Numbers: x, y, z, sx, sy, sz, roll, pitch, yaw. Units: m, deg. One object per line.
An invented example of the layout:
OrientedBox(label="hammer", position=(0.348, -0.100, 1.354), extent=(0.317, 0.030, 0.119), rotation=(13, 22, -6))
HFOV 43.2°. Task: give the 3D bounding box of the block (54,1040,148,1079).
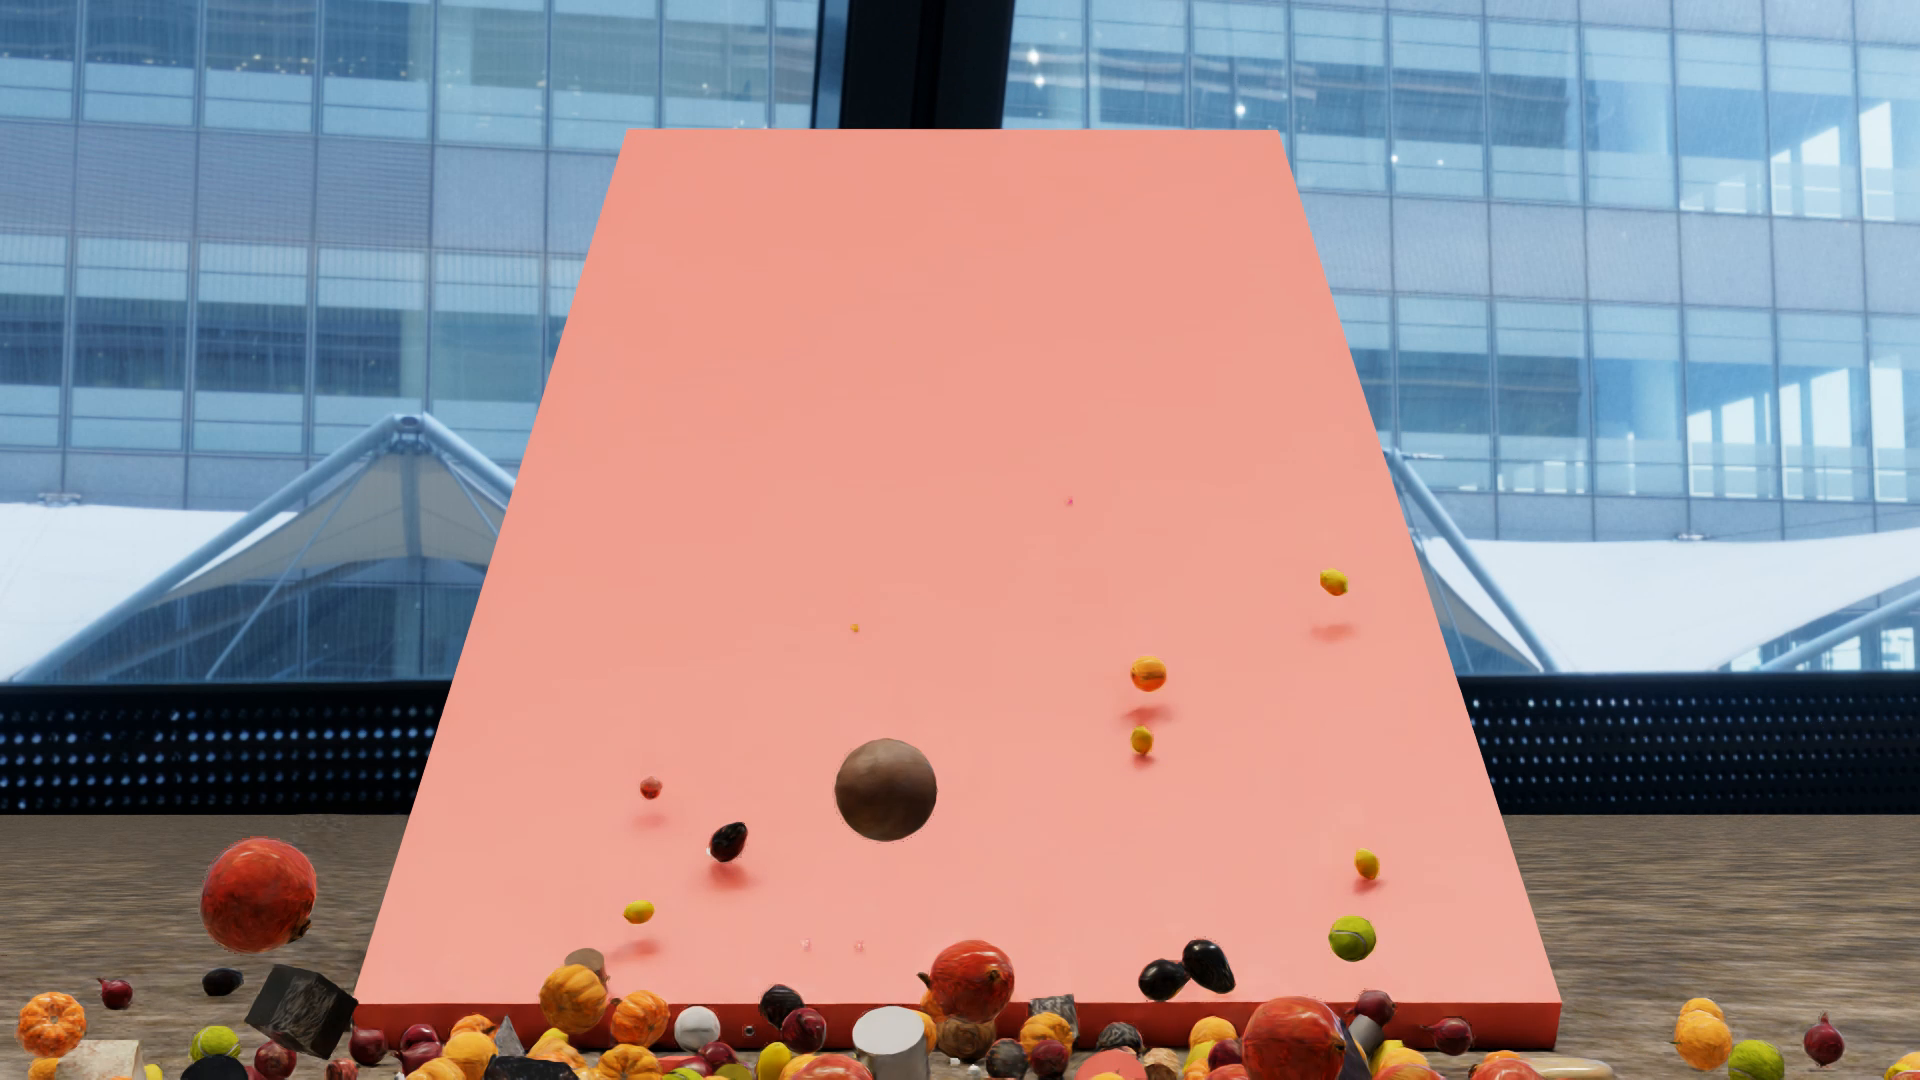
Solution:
OrientedBox(label="block", position=(-1.025, 0.659, 2.887), extent=(0.088, 0.088, 0.088), rotation=(0, -48, -7))

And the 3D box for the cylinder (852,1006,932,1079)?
OrientedBox(label="cylinder", position=(-0.091, 0.694, 3.243), extent=(0.096, 0.096, 0.096), rotation=(-5, 29, 3))

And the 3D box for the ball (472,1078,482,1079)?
OrientedBox(label="ball", position=(-0.617, 0.716, 3.094), extent=(0.056, 0.056, 0.056), rotation=(0, -6, 0))

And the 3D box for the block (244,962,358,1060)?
OrientedBox(label="block", position=(-0.937, 0.671, 3.451), extent=(0.092, 0.092, 0.092), rotation=(4, -32, 35))

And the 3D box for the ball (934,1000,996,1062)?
OrientedBox(label="ball", position=(0.009, 0.778, 3.832), extent=(0.097, 0.097, 0.097), rotation=(0, -6, 0))

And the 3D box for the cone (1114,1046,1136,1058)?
OrientedBox(label="cone", position=(0.241, 0.766, 3.454), extent=(0.063, 0.063, 0.063), rotation=(-6, -44, 42))

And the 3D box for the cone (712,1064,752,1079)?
OrientedBox(label="cone", position=(-0.313, 0.760, 3.344), extent=(0.057, 0.057, 0.057), rotation=(0, -33, 0))

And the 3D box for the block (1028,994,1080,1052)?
OrientedBox(label="block", position=(0.150, 0.774, 3.878), extent=(0.069, 0.069, 0.069), rotation=(-6, -25, -4))

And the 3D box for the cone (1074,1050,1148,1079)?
OrientedBox(label="cone", position=(0.205, 0.729, 3.153), extent=(0.098, 0.098, 0.098), rotation=(-2, -33, 16))

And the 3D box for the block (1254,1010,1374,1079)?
OrientedBox(label="block", position=(0.414, 0.614, 2.826), extent=(0.089, 0.089, 0.089), rotation=(-28, 1, -11))

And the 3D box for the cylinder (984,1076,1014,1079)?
OrientedBox(label="cylinder", position=(0.059, 0.710, 3.057), extent=(0.060, 0.060, 0.060), rotation=(-6, -9, 42))

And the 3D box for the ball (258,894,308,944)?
OrientedBox(label="ball", position=(-1.247, 0.699, 4.463), extent=(0.091, 0.091, 0.091), rotation=(0, -6, 0))

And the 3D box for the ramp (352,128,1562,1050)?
OrientedBox(label="ramp", position=(-0.013, -0.206, 5.749), extent=(2.000, 0.100, 4.000), rotation=(0, 30, 0))

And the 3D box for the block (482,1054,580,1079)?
OrientedBox(label="block", position=(-0.449, 0.605, 2.538), extent=(0.091, 0.091, 0.091), rotation=(1, -38, 22))

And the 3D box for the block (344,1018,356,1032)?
OrientedBox(label="block", position=(-1.112, 0.857, 4.382), extent=(0.059, 0.059, 0.059), rotation=(-1, -6, 17))

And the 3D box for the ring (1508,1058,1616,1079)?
OrientedBox(label="ring", position=(0.841, 0.753, 3.390), extent=(0.148, 0.049, 0.148), rotation=(0, -8, 0))

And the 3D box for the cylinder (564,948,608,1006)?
OrientedBox(label="cylinder", position=(-0.618, 0.722, 4.001), extent=(0.067, 0.067, 0.067), rotation=(0, 30, 0))

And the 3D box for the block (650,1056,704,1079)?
OrientedBox(label="block", position=(-0.394, 0.750, 3.381), extent=(0.052, 0.052, 0.052), rotation=(-4, -7, 32))

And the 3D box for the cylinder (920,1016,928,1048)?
OrientedBox(label="cylinder", position=(-0.093, 0.762, 3.669), extent=(0.081, 0.081, 0.081), rotation=(-1, -6, 6))

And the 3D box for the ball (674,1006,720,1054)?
OrientedBox(label="ball", position=(-0.422, 0.786, 3.890), extent=(0.075, 0.075, 0.075), rotation=(0, -6, 0))

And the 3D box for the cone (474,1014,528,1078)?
OrientedBox(label="cone", position=(-0.668, 0.747, 3.567), extent=(0.099, 0.099, 0.099), rotation=(0, -6, 0))

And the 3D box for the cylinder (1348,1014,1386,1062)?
OrientedBox(label="cylinder", position=(0.583, 0.727, 3.524), extent=(0.051, 0.051, 0.051), rotation=(-45, 13, -22))

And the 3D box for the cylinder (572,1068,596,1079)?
OrientedBox(label="cylinder", position=(-0.493, 0.689, 2.968), extent=(0.079, 0.079, 0.079), rotation=(3, -7, -30))

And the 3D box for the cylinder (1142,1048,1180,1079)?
OrientedBox(label="cylinder", position=(0.279, 0.741, 3.377), extent=(0.050, 0.050, 0.050), rotation=(-1, 14, 11))

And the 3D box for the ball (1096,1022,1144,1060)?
OrientedBox(label="ball", position=(0.232, 0.731, 3.504), extent=(0.067, 0.067, 0.067), rotation=(0, -6, 0))

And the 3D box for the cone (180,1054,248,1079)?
OrientedBox(label="cone", position=(-0.950, 0.727, 3.125), extent=(0.095, 0.095, 0.095), rotation=(0, -33, 4))
